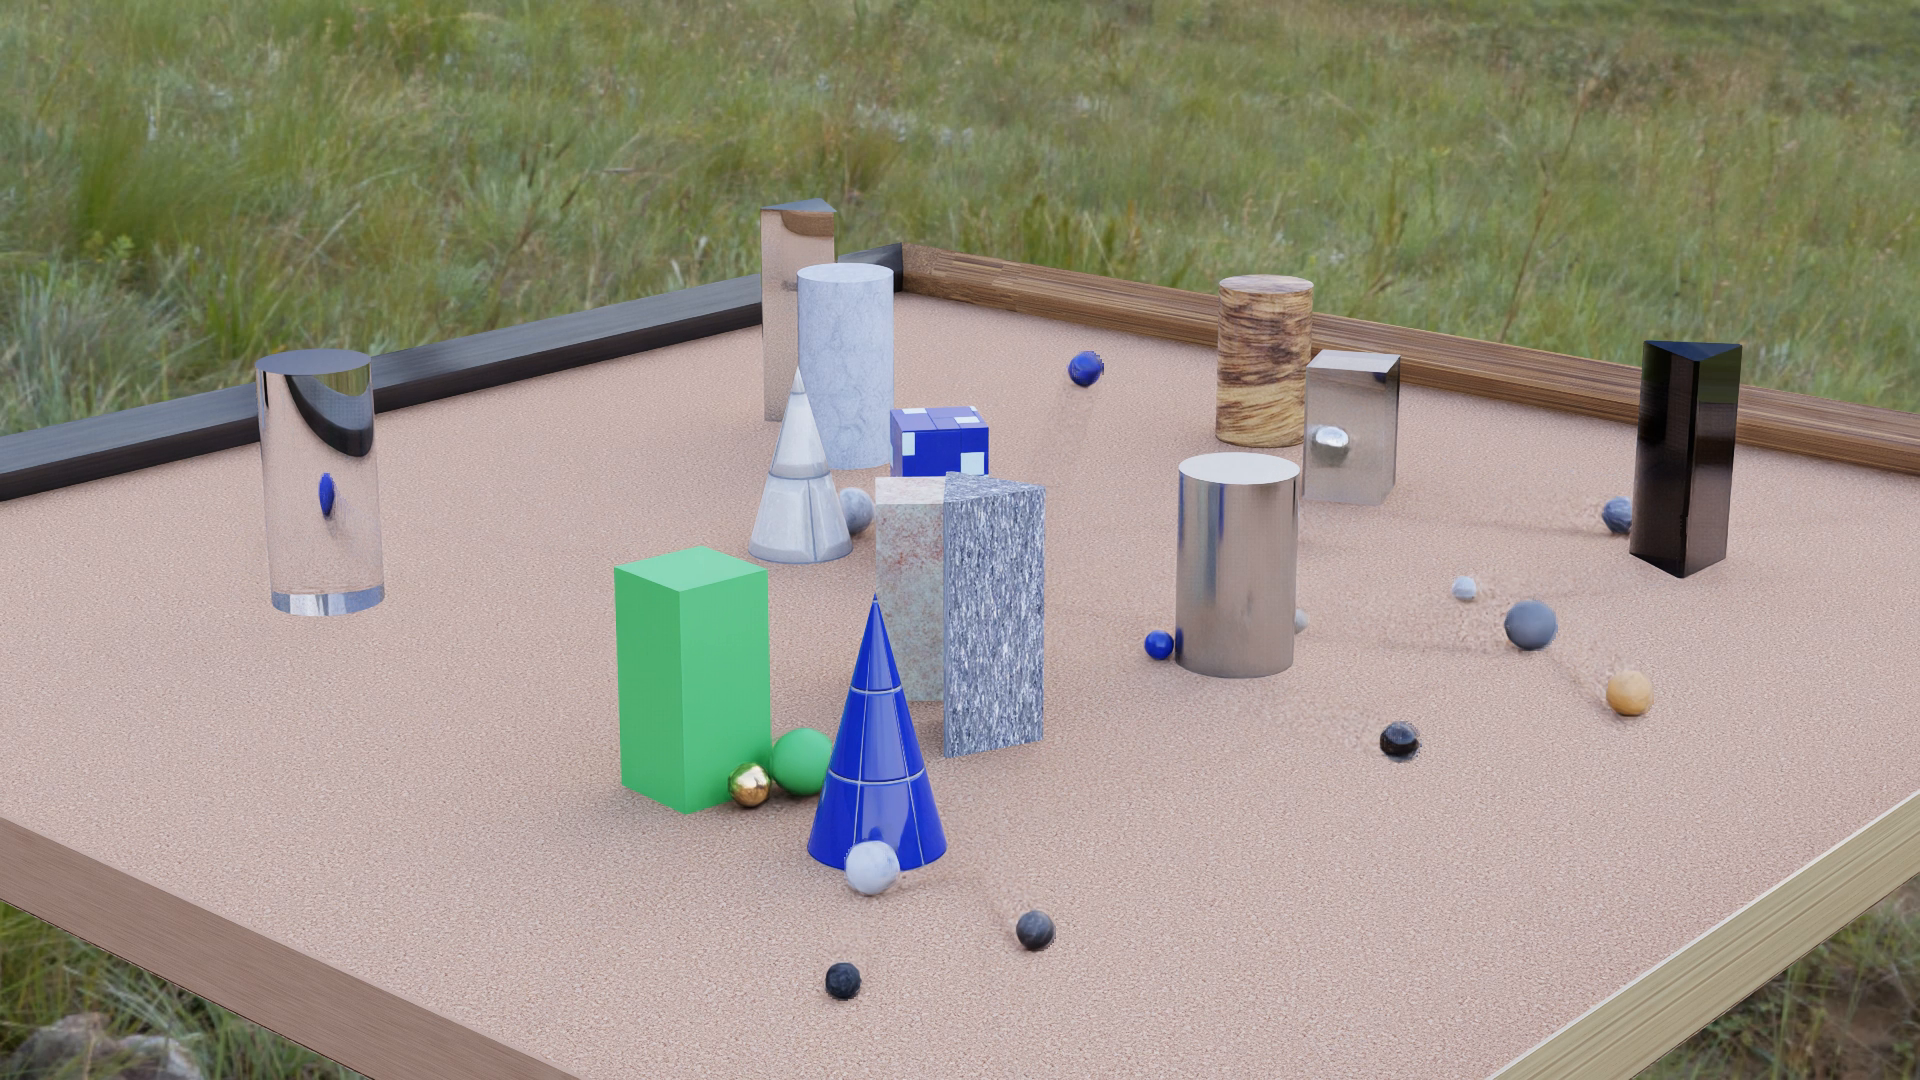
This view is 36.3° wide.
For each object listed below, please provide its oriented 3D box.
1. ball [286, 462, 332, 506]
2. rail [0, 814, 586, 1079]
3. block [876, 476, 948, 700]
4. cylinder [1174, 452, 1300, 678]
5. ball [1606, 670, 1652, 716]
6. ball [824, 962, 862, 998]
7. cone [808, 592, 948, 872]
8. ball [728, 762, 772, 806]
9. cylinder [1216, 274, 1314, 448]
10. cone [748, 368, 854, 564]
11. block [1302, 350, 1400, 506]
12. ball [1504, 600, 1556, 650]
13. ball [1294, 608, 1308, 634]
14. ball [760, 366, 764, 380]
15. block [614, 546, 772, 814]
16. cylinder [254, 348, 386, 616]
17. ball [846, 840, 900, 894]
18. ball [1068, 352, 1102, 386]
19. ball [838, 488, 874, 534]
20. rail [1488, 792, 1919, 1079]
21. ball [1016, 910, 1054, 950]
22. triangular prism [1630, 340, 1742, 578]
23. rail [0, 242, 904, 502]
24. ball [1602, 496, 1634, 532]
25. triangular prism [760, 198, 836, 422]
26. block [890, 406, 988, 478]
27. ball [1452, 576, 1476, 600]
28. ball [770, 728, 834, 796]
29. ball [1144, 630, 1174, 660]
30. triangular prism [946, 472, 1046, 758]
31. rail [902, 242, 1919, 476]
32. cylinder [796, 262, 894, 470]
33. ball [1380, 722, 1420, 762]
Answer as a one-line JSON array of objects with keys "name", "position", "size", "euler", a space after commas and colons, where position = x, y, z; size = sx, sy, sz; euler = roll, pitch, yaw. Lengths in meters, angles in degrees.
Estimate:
[{"name": "ball", "position": [-1.257, -0.108, 5.658], "size": [0.085, 0.085, 0.085], "euler": [0, 17, 0]}, {"name": "rail", "position": [-1.185, 0.426, 3.813], "size": [3.576, 0.126, 0.045], "euler": [14, 22, 39]}, {"name": "block", "position": [-0.054, 0.076, 4.637], "size": [0.155, 0.322, 0.155], "euler": [0, 17, -1]}, {"name": "cylinder", "position": [0.448, 0.040, 4.754], "size": [0.194, 0.324, 0.194], "euler": [0, 17, 0]}, {"name": "ball", "position": [1.037, 0.237, 4.541], "size": [0.070, 0.070, 0.070], "euler": [0, 17, 0]}, {"name": "ball", "position": [-0.143, 0.538, 3.586], "size": [0.044, 0.044, 0.044], "euler": [0, 17, 0]}, {"name": "cone", "position": [-0.114, 0.246, 3.994], "size": [0.194, 0.369, 0.194], "euler": [0, 17, 0]}, {"name": "ball", "position": [-0.301, 0.349, 4.182], "size": [0.063, 0.063, 0.063], "euler": [0, 17, 0]}, {"name": "cylinder", "position": [0.635, -0.374, 6.121], "size": [0.194, 0.327, 0.194], "euler": [0, 17, 0]}, {"name": "cone", "position": [-0.293, -0.150, 5.345], "size": [0.194, 0.346, 0.194], "euler": [0, 17, 0]}, {"name": "block", "position": [0.764, -0.221, 5.721], "size": [0.155, 0.264, 0.155], "euler": [5, 18, 18]}, {"name": "ball", "position": [0.941, 0.140, 4.839], "size": [0.083, 0.083, 0.083], "euler": [0, 17, 0]}, {"name": "ball", "position": [0.562, 0.136, 4.919], "size": [0.044, 0.044, 0.044], "euler": [0, 17, 0]}, {"name": "ball", "position": [-0.426, -0.380, 6.615], "size": [0.054, 0.054, 0.054], "euler": [0, 17, 0]}, {"name": "block", "position": [-0.382, 0.199, 4.213], "size": [0.155, 0.332, 0.155], "euler": [-14, 22, -40]}, {"name": "cylinder", "position": [-1.100, -0.101, 5.047], "size": [0.194, 0.424, 0.194], "euler": [0, 17, 0]}, {"name": "ball", "position": [-0.116, 0.434, 3.885], "size": [0.072, 0.072, 0.072], "euler": [0, 17, 0]}, {"name": "ball", "position": [0.280, -0.384, 6.589], "size": [0.075, 0.075, 0.075], "euler": [0, 17, 0]}, {"name": "ball", "position": [-0.202, -0.054, 5.478], "size": [0.085, 0.085, 0.085], "euler": [0, 17, 0]}, {"name": "rail", "position": [1.332, 0.366, 4.013], "size": [0.045, 0.126, 3.662], "euler": [14, 22, 39]}, {"name": "ball", "position": [0.096, 0.495, 3.723], "size": [0.048, 0.048, 0.048], "euler": [0, 17, 0]}, {"name": "triangular prism", "position": [1.283, -0.153, 5.268], "size": [0.146, 0.397, 0.168], "euler": [14, 22, 38]}, {"name": "rail", "position": [-1.332, -0.302, 6.228], "size": [0.045, 0.126, 3.662], "euler": [14, 22, 39]}, {"name": "ball", "position": [1.237, -0.047, 5.486], "size": [0.068, 0.068, 0.068], "euler": [0, 17, 0]}, {"name": "triangular prism", "position": [-0.321, -0.491, 6.279], "size": [0.168, 0.461, 0.146], "euler": [5, 17, 15]}, {"name": "block", "position": [-0.038, -0.096, 5.318], "size": [0.155, 0.258, 0.155], "euler": [-3, 17, -9]}, {"name": "ball", "position": [0.877, 0.083, 5.097], "size": [0.042, 0.042, 0.042], "euler": [0, 17, 0]}, {"name": "ball", "position": [-0.226, 0.320, 4.218], "size": [0.097, 0.097, 0.097], "euler": [0, 17, 0]}, {"name": "ball", "position": [0.326, 0.171, 4.797], "size": [0.049, 0.049, 0.049], "euler": [0, 17, 0]}, {"name": "triangular prism", "position": [0.018, 0.105, 4.414], "size": [0.168, 0.396, 0.146], "euler": [-9, 19, -27]}, {"name": "rail", "position": [1.185, -0.363, 6.427], "size": [3.576, 0.126, 0.045], "euler": [14, 22, 39]}, {"name": "cylinder", "position": [-0.231, -0.354, 5.956], "size": [0.194, 0.384, 0.194], "euler": [0, 17, 0]}, {"name": "ball", "position": [0.652, 0.300, 4.351], "size": [0.059, 0.059, 0.059], "euler": [0, 17, 0]}]
